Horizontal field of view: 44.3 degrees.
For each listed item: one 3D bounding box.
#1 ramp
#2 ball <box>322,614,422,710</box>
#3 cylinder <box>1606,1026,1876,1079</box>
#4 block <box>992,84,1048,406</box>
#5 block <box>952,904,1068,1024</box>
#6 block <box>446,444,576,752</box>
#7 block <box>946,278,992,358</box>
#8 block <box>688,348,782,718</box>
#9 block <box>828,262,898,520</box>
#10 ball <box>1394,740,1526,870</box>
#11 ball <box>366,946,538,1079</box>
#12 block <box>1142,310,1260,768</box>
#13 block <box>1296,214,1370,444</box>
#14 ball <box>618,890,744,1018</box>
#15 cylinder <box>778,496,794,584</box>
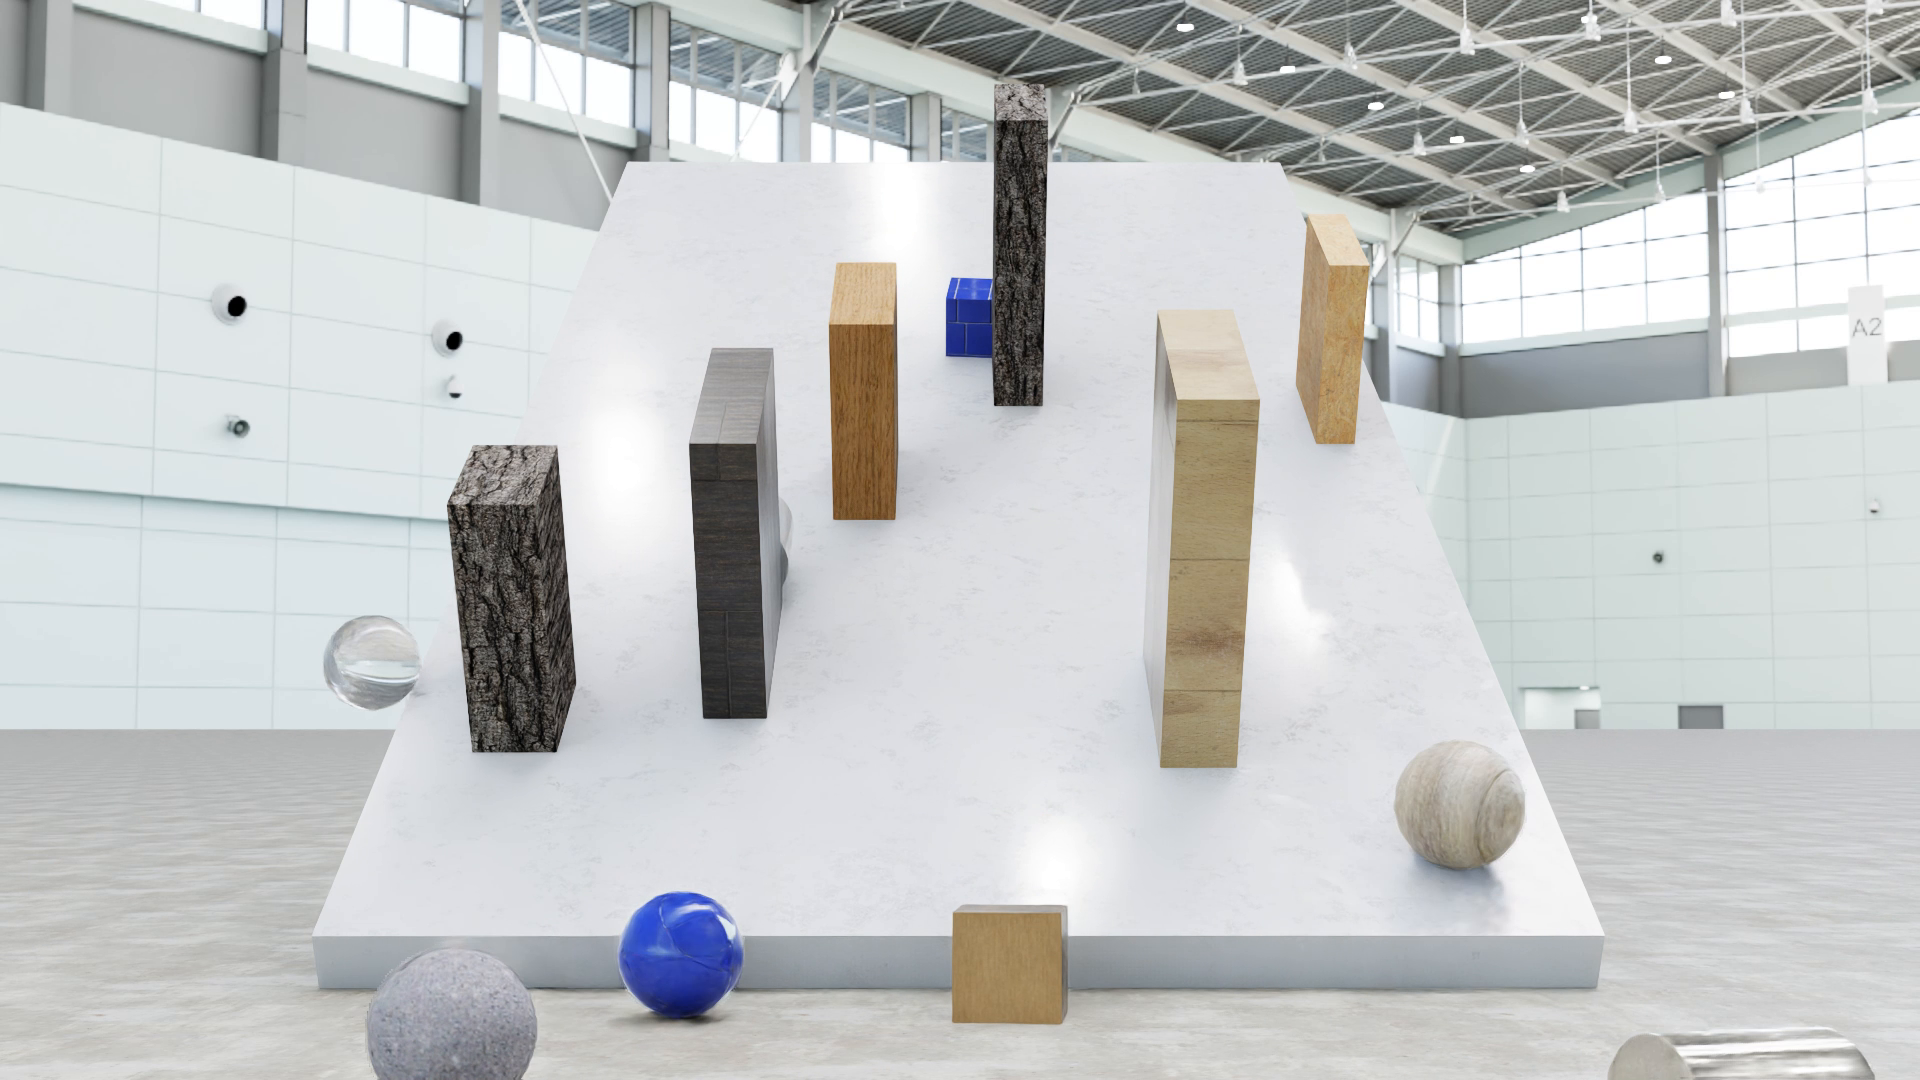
[{"bbox_3d":[-0.010,-0.228,5.464,2.000,0.100,4.000,0,26,0],"label":"ramp"},{"bbox_3d":[-1.073,0.224,4.305,0.176,0.176,0.176,0,-4,0],"label":"ball"},{"bbox_3d":[0.643,0.485,1.938,0.162,0.162,0.162,1,-5,-15],"label":"cylinder"},{"bbox_3d":[0.137,-0.687,5.506,0.115,0.686,0.298,0,26,0],"label":"block"},{"bbox_3d":[0.073,0.598,3.339,0.152,0.152,0.152,0,-4,6],"label":"block"},{"bbox_3d":[-0.780,0.103,4.134,0.148,0.481,0.243,0,26,0],"label":"block"},{"bbox_3d":[0.047,-0.549,5.831,0.151,0.151,0.151,2,26,4],"label":"block"},{"bbox_3d":[-0.404,-0.018,4.314,0.115,0.540,0.439,0,26,0],"label":"block"},{"bbox_3d":[-0.202,-0.322,5.043,0.131,0.440,0.372,0,26,0],"label":"block"},{"bbox_3d":[0.804,0.426,3.796,0.208,0.208,0.208,0,-4,0],"label":"ball"},{"bbox_3d":[-0.537,0.520,2.497,0.177,0.177,0.177,0,-4,0],"label":"ball"},{"bbox_3d":[0.413,-0.005,4.120,0.133,0.692,0.407,0,26,0],"label":"block"},{"bbox_3d":[0.848,-0.486,5.399,0.088,0.426,0.353,0,26,0],"label":"block"},{"bbox_3d":[-0.394,0.585,3.334,0.177,0.177,0.177,0,-4,0],"label":"ball"},{"bbox_3d":[-0.422,0.008,4.671,0.177,0.177,0.177,0,26,0],"label":"cylinder"}]
